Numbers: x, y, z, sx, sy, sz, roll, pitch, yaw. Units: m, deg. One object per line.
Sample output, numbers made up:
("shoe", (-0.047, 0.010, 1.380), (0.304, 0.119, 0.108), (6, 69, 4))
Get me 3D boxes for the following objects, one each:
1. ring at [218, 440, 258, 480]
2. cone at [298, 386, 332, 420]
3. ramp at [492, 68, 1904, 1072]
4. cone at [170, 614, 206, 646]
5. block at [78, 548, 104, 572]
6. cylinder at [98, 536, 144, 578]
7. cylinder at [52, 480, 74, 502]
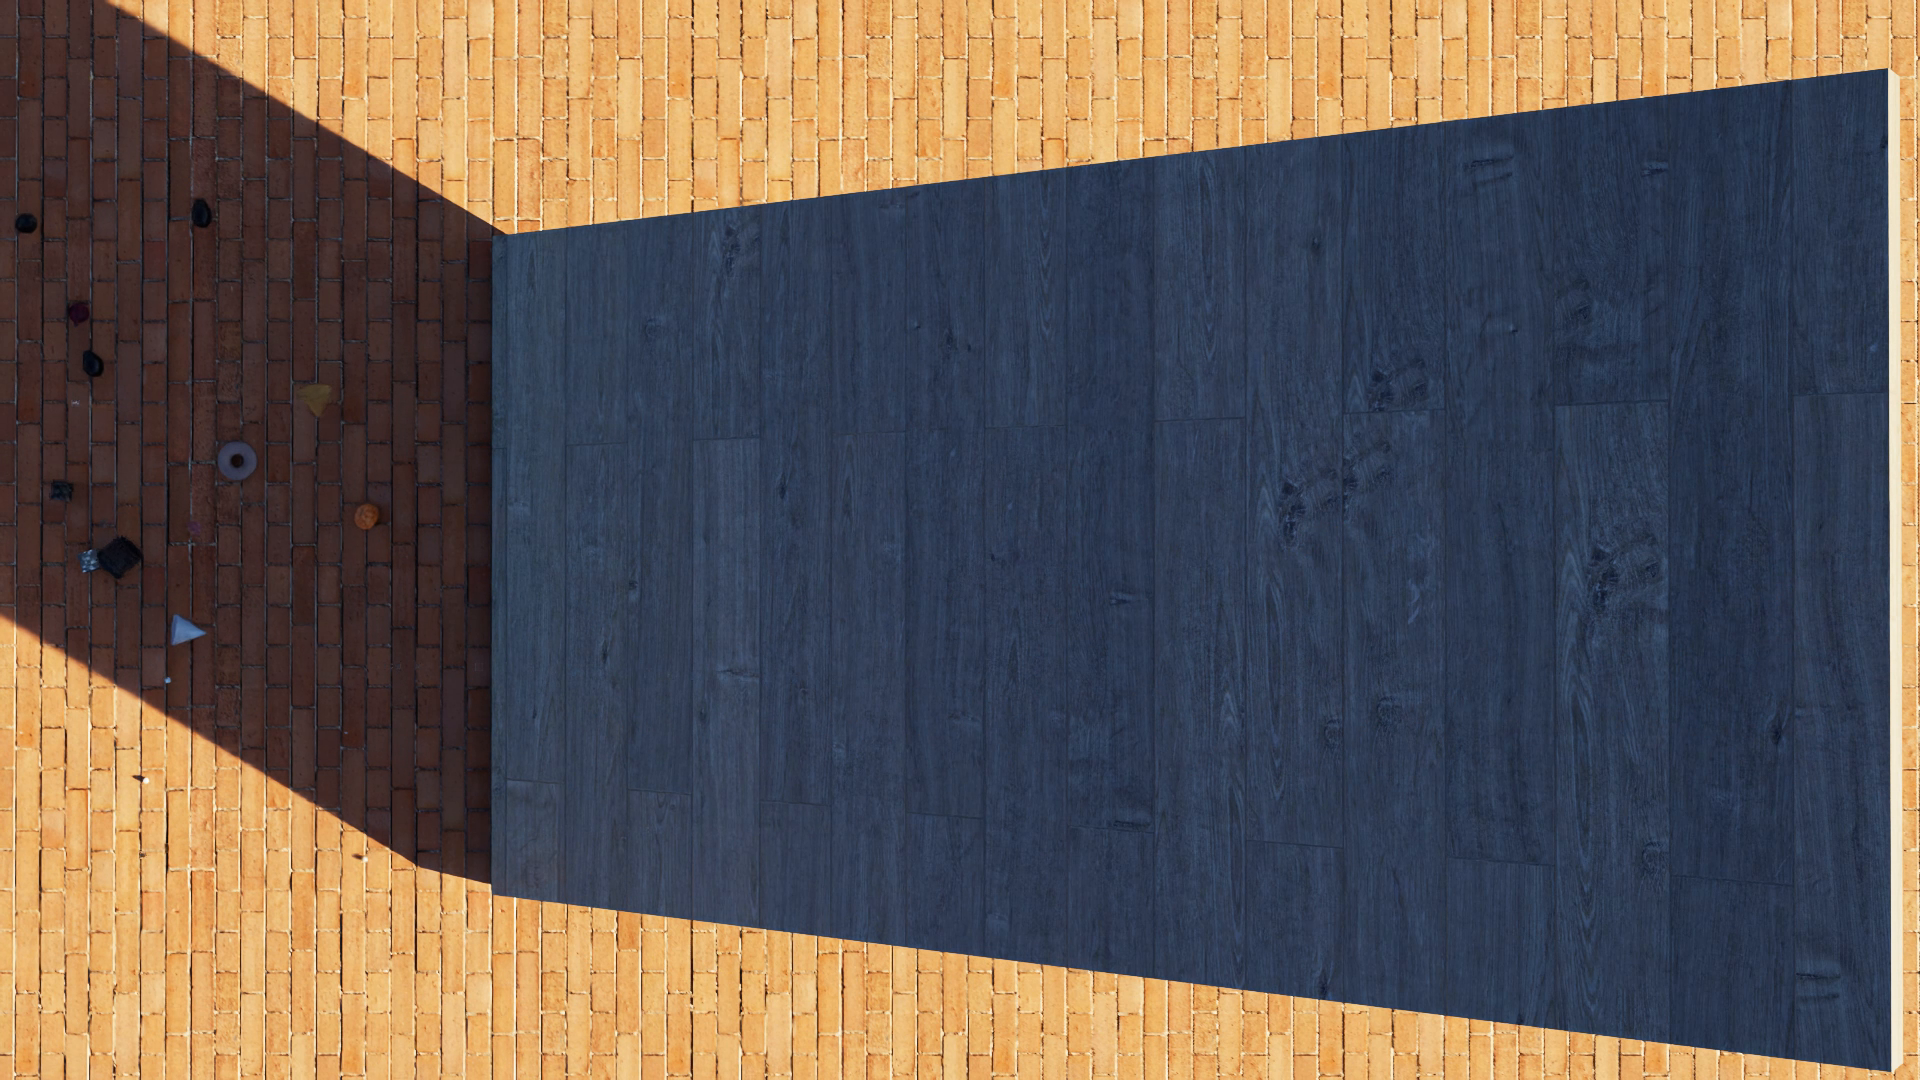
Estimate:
("ring", (-2.214, -0.243, 6.742), (0.122, 0.041, 0.122), (0, 89, 1))
("cone", (-1.968, -0.410, 6.741), (0.098, 0.098, 0.098), (-4, 116, 0))
("ramp", (0.244, 0.067, 5.569), (4.000, 0.100, 2.000), (0, 89, 35))
("cone", (-2.357, 0.282, 6.735), (0.100, 0.100, 0.100), (8, 90, -27))
("block", (-2.654, 0.063, 6.730), (0.058, 0.058, 0.058), (-18, 90, 0))
("cylinder", (-2.562, 0.054, 6.714), (0.091, 0.091, 0.091), (-44, 90, 0))
("cylinder", (-2.747, -0.150, 6.734), (0.054, 0.054, 0.054), (12, 90, 0))
